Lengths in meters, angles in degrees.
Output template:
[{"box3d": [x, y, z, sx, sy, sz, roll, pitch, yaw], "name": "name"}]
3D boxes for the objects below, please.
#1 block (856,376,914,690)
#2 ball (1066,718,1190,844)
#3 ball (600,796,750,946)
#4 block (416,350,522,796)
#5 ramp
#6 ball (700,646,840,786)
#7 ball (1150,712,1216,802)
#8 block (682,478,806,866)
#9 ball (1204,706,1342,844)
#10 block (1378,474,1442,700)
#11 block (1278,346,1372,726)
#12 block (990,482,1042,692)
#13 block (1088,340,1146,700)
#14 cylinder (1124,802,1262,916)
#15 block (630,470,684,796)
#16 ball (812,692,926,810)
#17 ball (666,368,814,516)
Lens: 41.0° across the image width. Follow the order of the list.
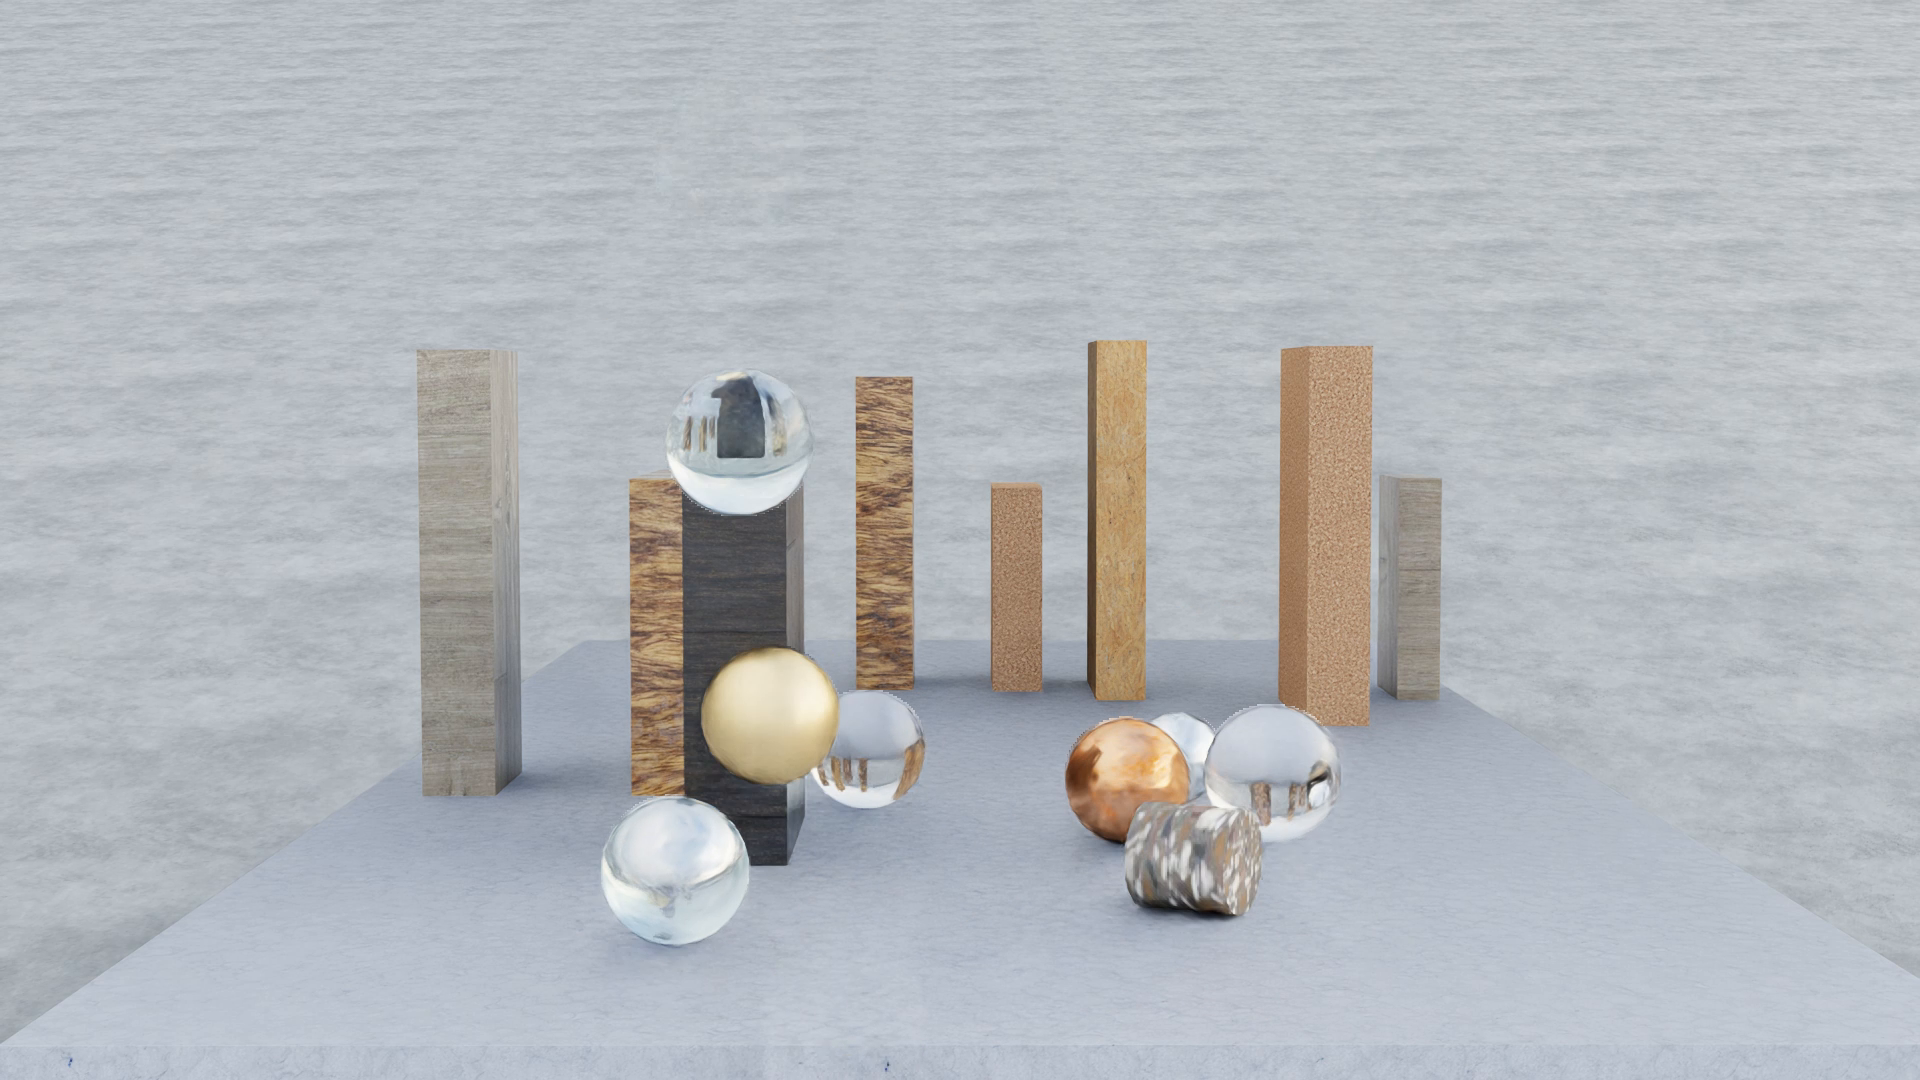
[{"box3d": [-0.161, -0.020, 5.567, 0.120, 0.666, 0.248, 0, 3, 0], "name": "block"}, {"box3d": [0.237, 0.342, 3.640, 0.177, 0.177, 0.177, 0, 20, 0], "name": "ball"}, {"box3d": [-0.331, 0.384, 2.984, 0.172, 0.172, 0.172, 0, 20, 0], "name": "ball"}, {"box3d": [-0.793, 0.046, 4.168, 0.115, 0.705, 0.251, 0, 3, 0], "name": "block"}, {"box3d": [0.047, 0.426, 4.533, 2.000, 0.100, 4.000, 0, 3, 0], "name": "ramp"}, {"box3d": [-0.249, 0.231, 3.374, 0.182, 0.182, 0.182, 0, 20, 0], "name": "ball"}, {"box3d": [0.337, 0.338, 3.995, 0.140, 0.140, 0.140, 0, 20, 0], "name": "ball"}, {"box3d": [-0.304, 0.119, 3.659, 0.140, 0.619, 0.399, 0, 3, 0], "name": "block"}, {"box3d": [0.444, 0.333, 3.648, 0.194, 0.194, 0.194, 0, 20, 0], "name": "ball"}, {"box3d": [0.944, 0.094, 5.399, 0.087, 0.456, 0.251, 0, 3, 0], "name": "block"}, {"box3d": [0.719, -0.019, 5.080, 0.119, 0.721, 0.427, 0, 3, 0], "name": "block"}, {"box3d": [0.121, 0.096, 5.582, 0.104, 0.431, 0.312, 0, 3, 0], "name": "block"}, {"box3d": [0.330, -0.050, 5.442, 0.102, 0.739, 0.360, 0, 3, 0], "name": "block"}, {"box3d": [0.289, 0.393, 3.175, 0.130, 0.130, 0.130, 2, 19, 28], "name": "cylinder"}, {"box3d": [-0.466, 0.141, 4.270, 0.110, 0.502, 0.430, 0, 3, 0], "name": "block"}, {"box3d": [-0.144, 0.322, 3.935, 0.181, 0.181, 0.181, 0, 20, 0], "name": "ball"}, {"box3d": [-0.257, -0.115, 2.993, 0.171, 0.171, 0.171, 0, 20, 0], "name": "ball"}]
